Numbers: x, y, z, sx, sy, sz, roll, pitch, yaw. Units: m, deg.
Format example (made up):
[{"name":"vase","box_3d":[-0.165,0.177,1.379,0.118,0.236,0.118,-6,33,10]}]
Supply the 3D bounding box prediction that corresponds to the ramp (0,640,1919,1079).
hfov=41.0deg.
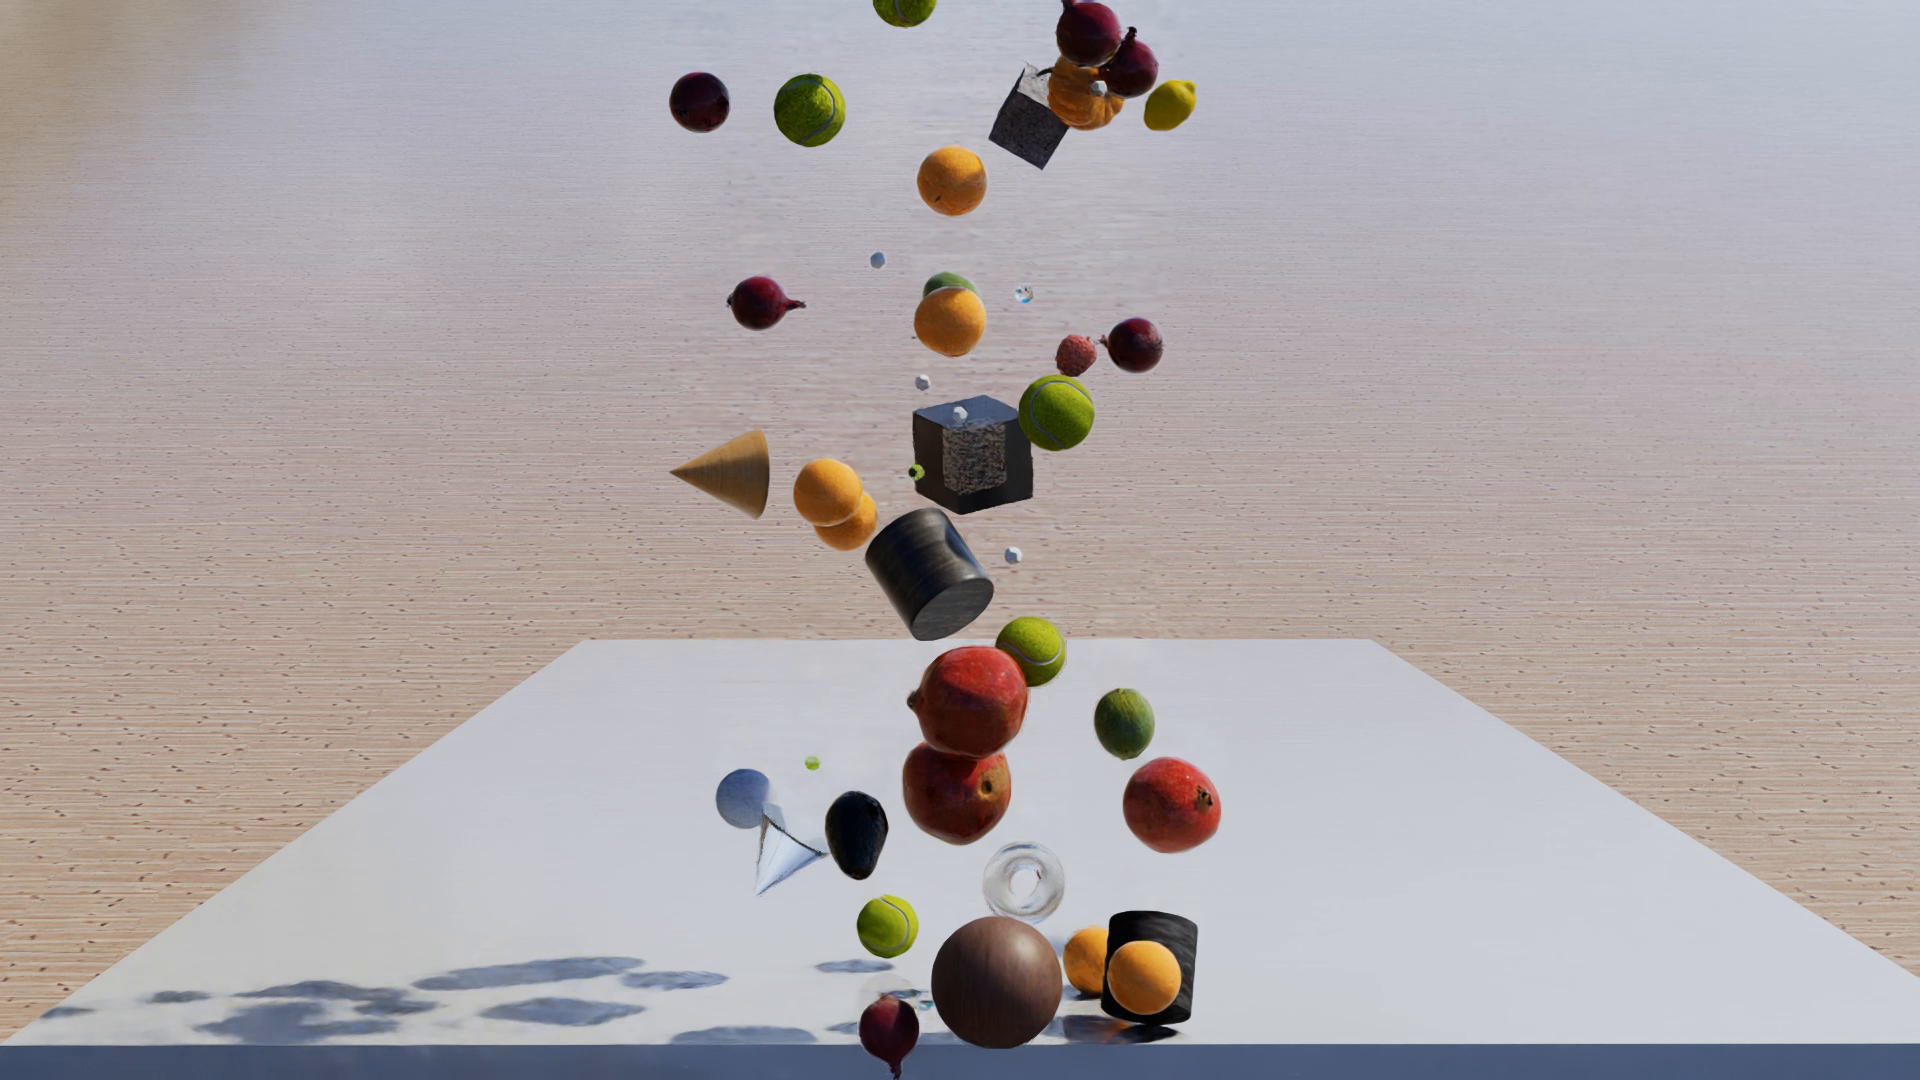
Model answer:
[{"name":"ramp","box_3d":[0.047,0.425,4.533,2.000,0.100,4.000,0,4,0]}]

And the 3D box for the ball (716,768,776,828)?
[{"name":"ball","box_3d":[-0.241,0.291,2.893,0.068,0.068,0.068,0,20,0]}]

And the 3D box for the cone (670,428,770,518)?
[{"name":"cone","box_3d":[-0.266,-0.072,2.762,0.099,0.099,0.099,0,19,-21]}]

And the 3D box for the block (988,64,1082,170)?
[{"name":"block","box_3d":[0.079,-0.443,2.684,0.066,0.066,0.066,28,36,-8]}]

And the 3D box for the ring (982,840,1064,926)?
[{"name":"ring","box_3d":[0.068,0.368,2.751,0.092,0.092,0.031,-6,3,-17]}]

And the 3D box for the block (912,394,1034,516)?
[{"name":"block","box_3d":[0.014,-0.096,2.860,0.096,0.096,0.096,-14,24,-28]}]

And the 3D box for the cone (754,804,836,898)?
[{"name":"cone","box_3d":[-0.201,0.355,2.819,0.094,0.094,0.094,32,8,-5]}]

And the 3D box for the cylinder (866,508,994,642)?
[{"name":"cylinder","box_3d":[-0.032,0.036,2.679,0.099,0.099,0.099,-14,57,-34]}]

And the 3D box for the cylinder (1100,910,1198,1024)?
[{"name":"cylinder","box_3d":[0.192,0.432,2.593,0.090,0.090,0.090,3,64,9]}]
